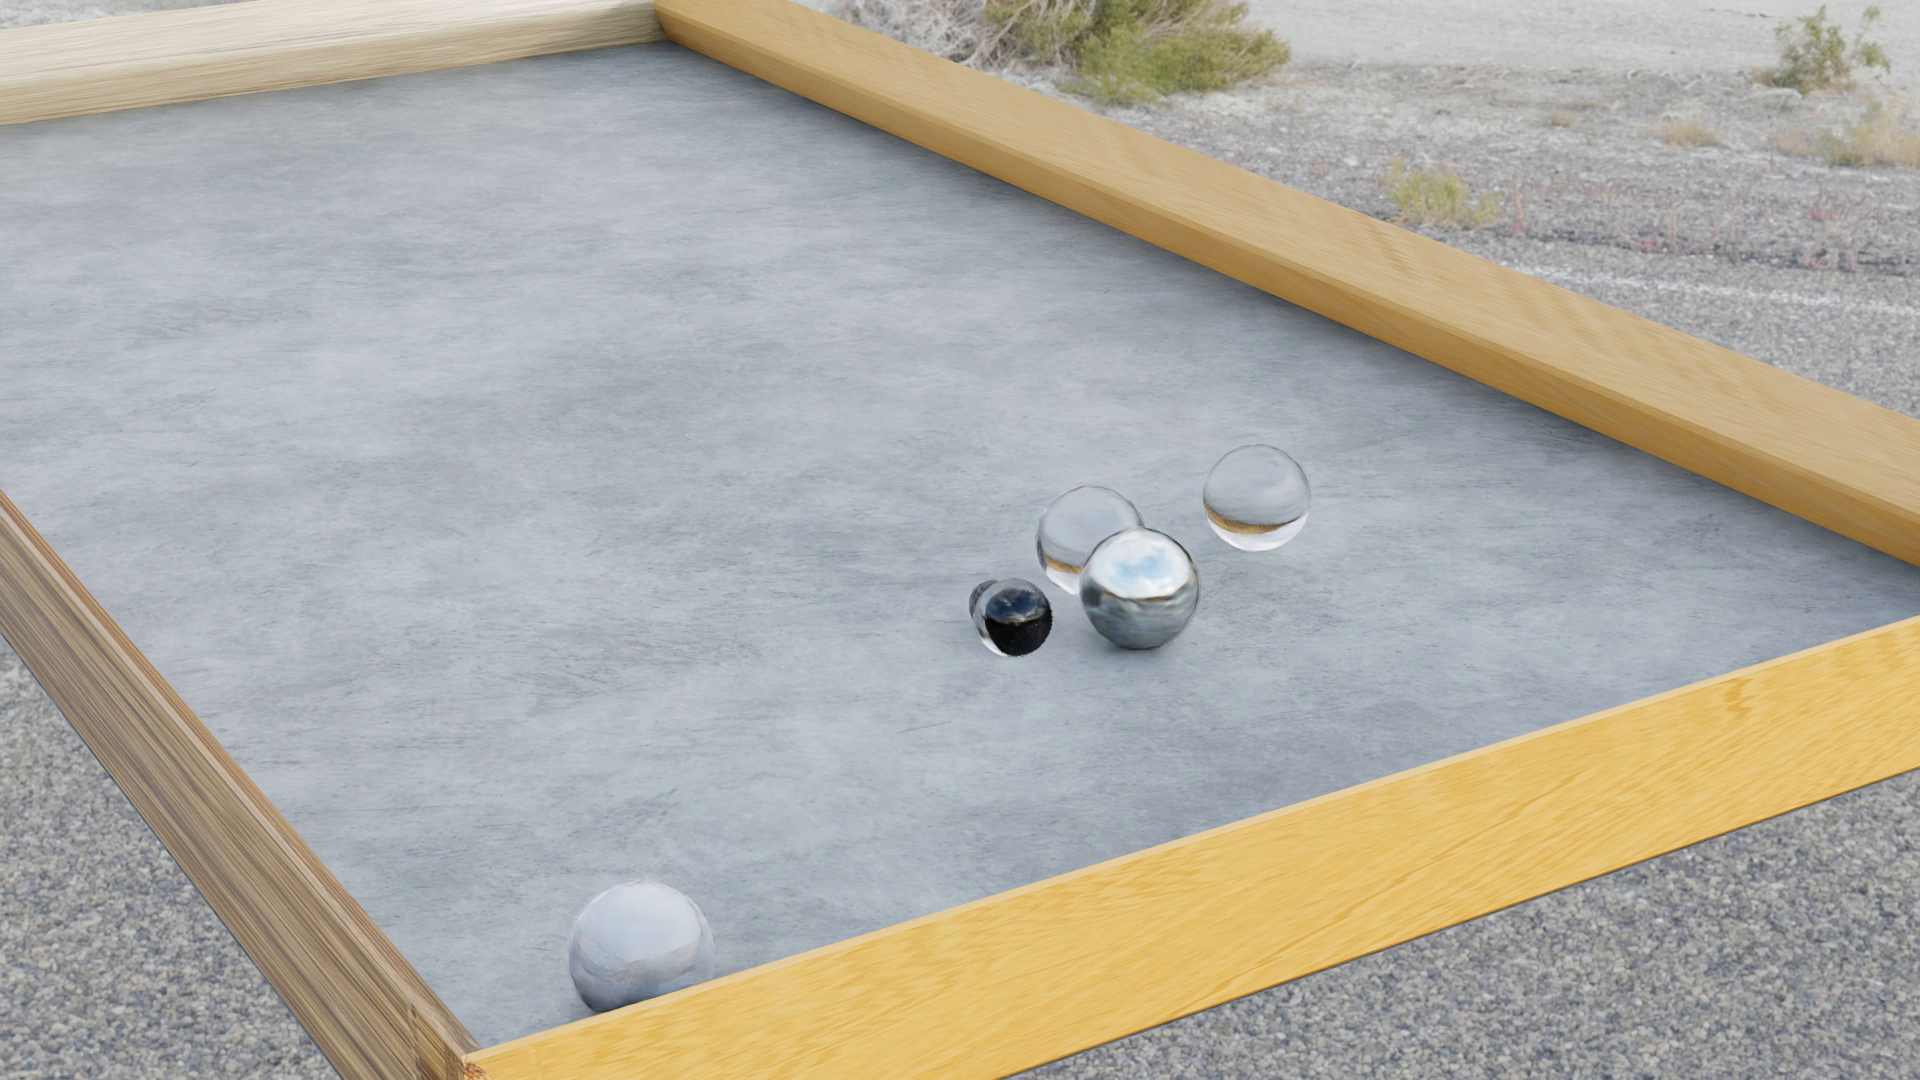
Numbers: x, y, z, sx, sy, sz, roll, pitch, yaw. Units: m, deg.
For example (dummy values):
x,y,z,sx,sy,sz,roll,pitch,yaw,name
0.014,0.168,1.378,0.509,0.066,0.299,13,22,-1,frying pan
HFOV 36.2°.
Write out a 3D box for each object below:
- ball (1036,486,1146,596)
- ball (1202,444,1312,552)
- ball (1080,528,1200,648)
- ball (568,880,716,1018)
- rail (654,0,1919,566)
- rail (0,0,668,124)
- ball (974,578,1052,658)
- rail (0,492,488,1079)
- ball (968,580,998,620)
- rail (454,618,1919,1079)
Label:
x,y,z,sx,sy,sz,roll,pitch,yaw,name
0.106,0.002,2.374,0.091,0.091,0.091,0,22,0,ball
0.249,-0.035,2.464,0.090,0.090,0.090,0,22,0,ball
0.139,0.037,2.283,0.094,0.094,0.094,0,22,0,ball
-0.192,0.249,1.770,0.088,0.088,0.088,0,22,0,ball
0.236,-0.365,3.228,0.045,0.122,2.594,-13,26,-29,rail
-1.005,-0.641,3.906,1.397,0.122,0.045,-13,26,-29,rail
0.041,0.060,2.270,0.061,0.061,0.061,0,22,0,ball
-0.914,-0.098,2.574,0.045,0.122,2.594,-13,26,-29,rail
0.027,0.051,2.319,0.040,0.040,0.040,0,22,0,ball
0.327,0.179,1.896,1.397,0.122,0.045,-13,26,-29,rail
